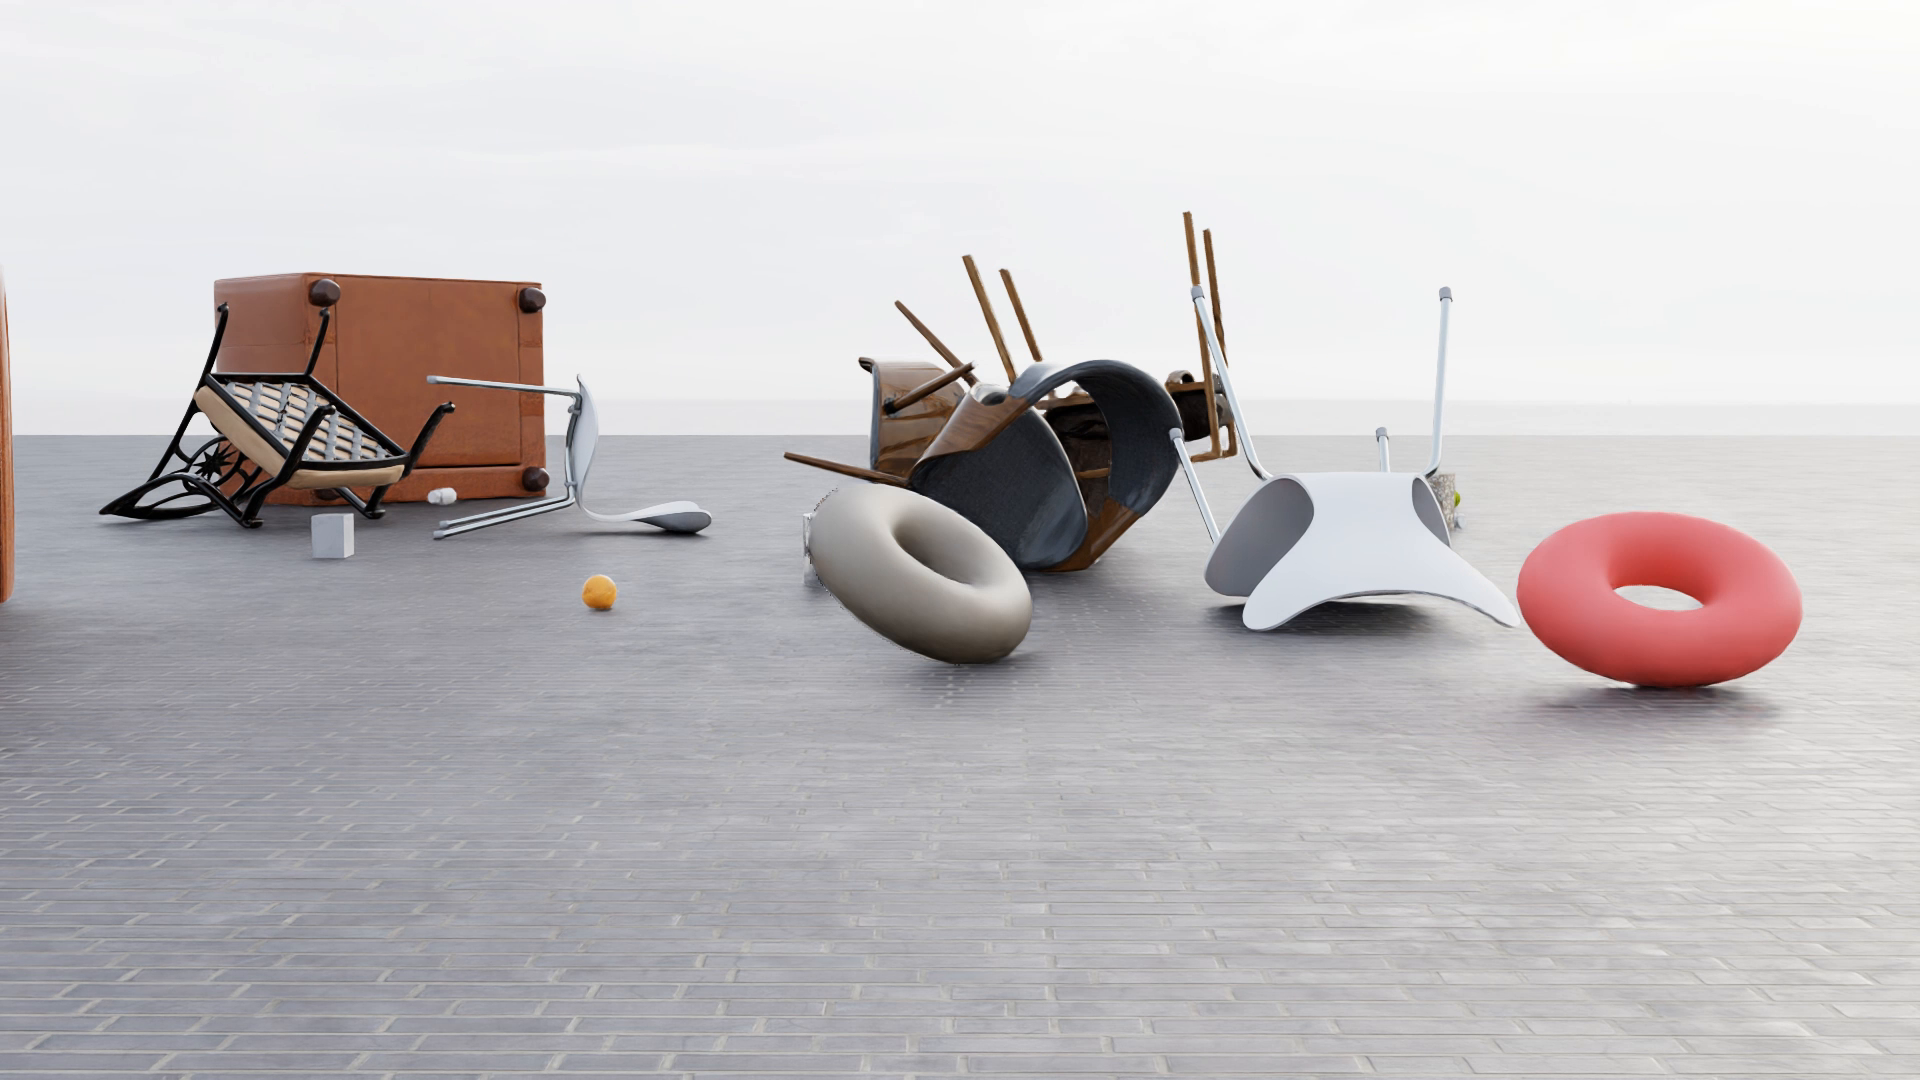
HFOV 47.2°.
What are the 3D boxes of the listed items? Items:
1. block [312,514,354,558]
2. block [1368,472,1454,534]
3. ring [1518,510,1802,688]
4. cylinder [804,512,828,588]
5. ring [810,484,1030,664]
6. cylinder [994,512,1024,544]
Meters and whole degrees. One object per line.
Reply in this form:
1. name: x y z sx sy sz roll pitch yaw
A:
1. block: -1.686 -0.012 5.913 0.084 0.111 0.135 0 4 -5
2. block: 1.427 -0.119 6.947 0.238 0.183 0.133 2 4 28
3. ring: 1.067 0.088 3.357 0.426 0.300 0.136 3 -41 5
4. cylinder: -0.239 0.020 5.097 0.244 0.159 0.294 1 4 12
5. ring: -0.063 0.054 3.666 0.402 0.129 0.433 42 23 20
6. cylinder: 0.142 -0.034 6.406 0.083 0.087 0.101 -2 4 -22
